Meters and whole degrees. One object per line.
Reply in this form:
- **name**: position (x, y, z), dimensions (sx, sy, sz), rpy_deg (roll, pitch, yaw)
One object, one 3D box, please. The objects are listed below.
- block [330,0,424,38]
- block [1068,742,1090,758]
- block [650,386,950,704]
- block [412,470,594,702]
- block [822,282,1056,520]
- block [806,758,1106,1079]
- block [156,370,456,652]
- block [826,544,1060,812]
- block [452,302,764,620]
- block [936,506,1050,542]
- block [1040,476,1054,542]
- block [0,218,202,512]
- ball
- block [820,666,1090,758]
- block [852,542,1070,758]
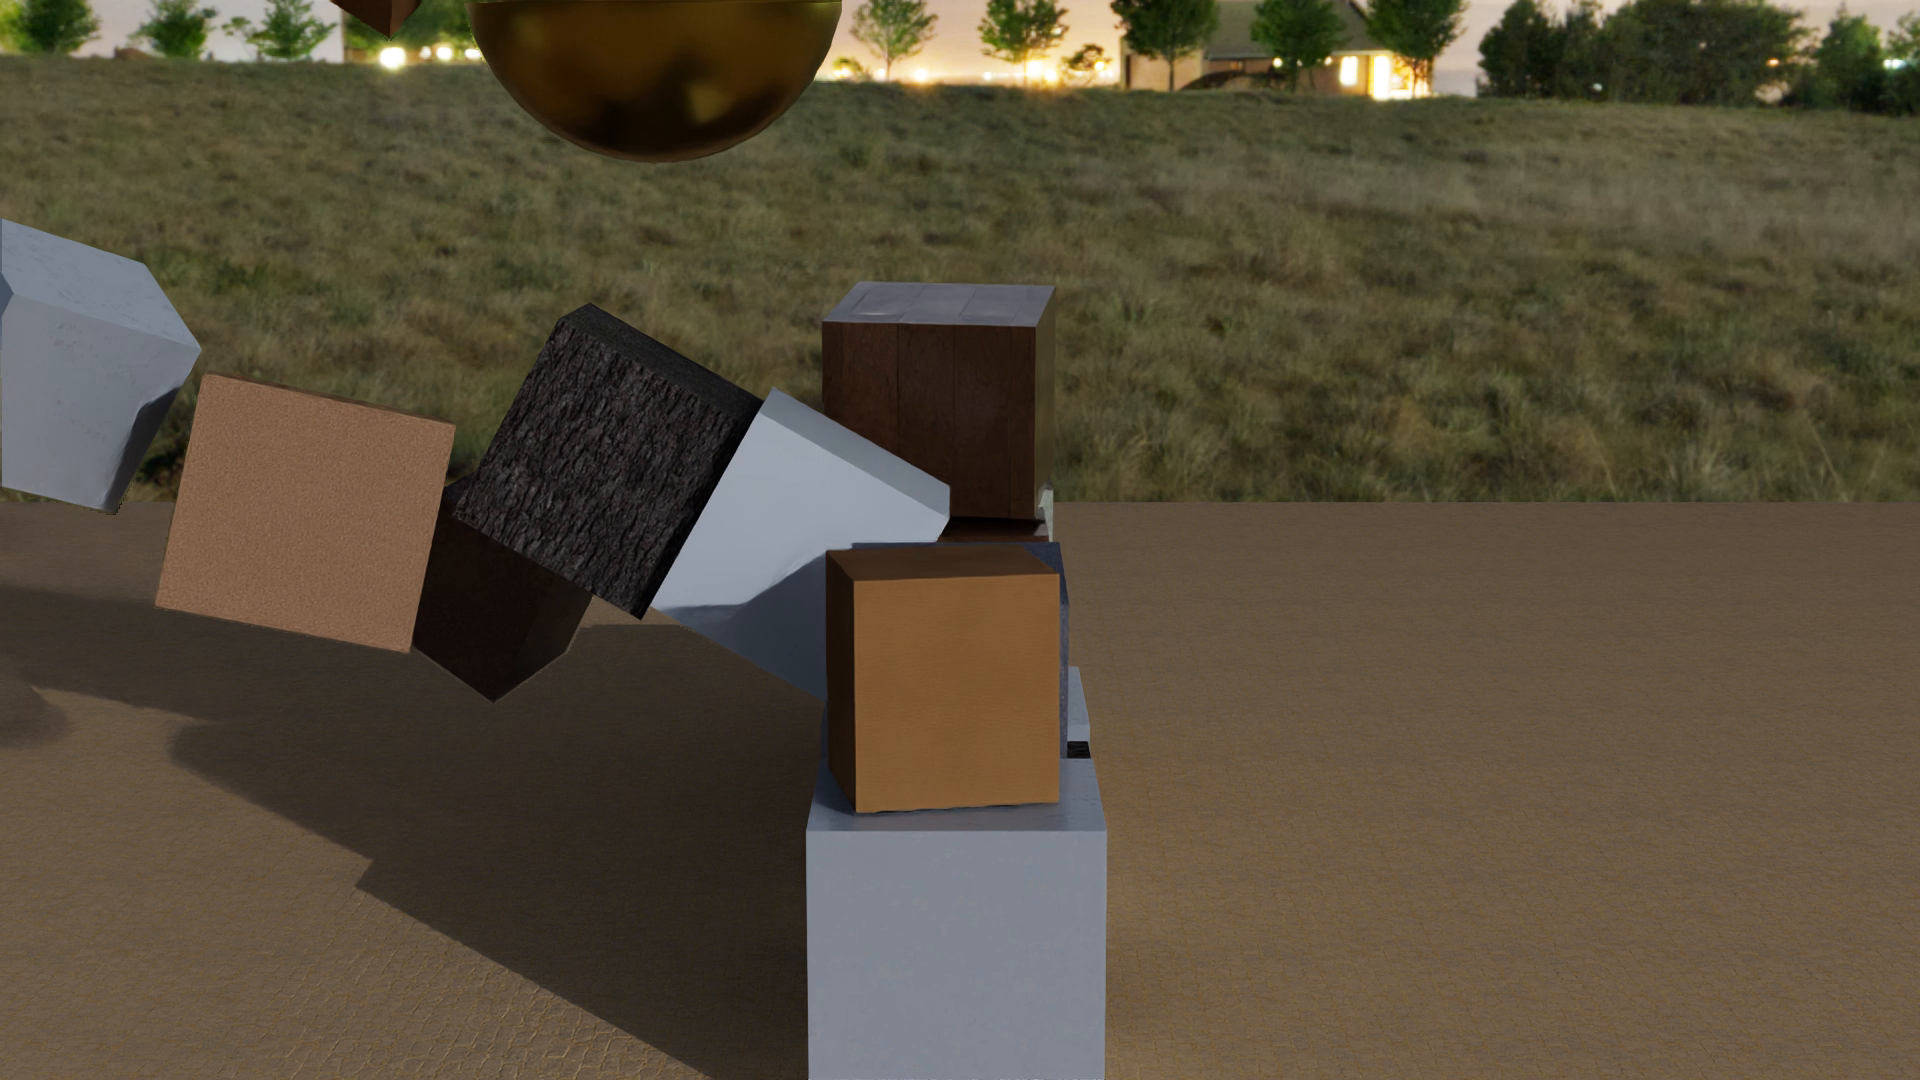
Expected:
- **block**: position (-2.444, -2.648, 10.659), dimensions (0.650, 0.646, 0.628), rpy_deg (32, -29, 1)
- **block**: position (-0.001, 1.314, 9.901), dimensions (1.024, 0.873, 0.895), rpy_deg (0, 10, 0)
- **block**: position (-0.651, 0.016, 10.800), dimensions (0.881, 0.911, 0.849), rpy_deg (29, 9, -5)
- **block**: position (-2.290, 0.174, 12.852), dimensions (0.726, 0.818, 0.722), rpy_deg (34, 27, 8)
- **block**: position (-0.078, -0.670, 11.930), dimensions (0.952, 0.876, 1.034), rpy_deg (2, 16, 7)
- **block**: position (-0.012, 1.391, 8.989), dimensions (0.992, 1.045, 0.912), rpy_deg (0, 10, 0)
- **block**: position (-2.605, -0.129, 10.277), dimensions (0.965, 0.906, 0.823), rpy_deg (12, 2, -14)
- **block**: position (-0.071, 0.464, 8.926), dimensions (0.699, 0.788, 0.653), rpy_deg (-2, 9, -11)
- **block**: position (-1.470, -0.357, 10.918), dimensions (0.882, 0.922, 0.952), rpy_deg (29, 8, -5)
- **block**: position (0.010, 0.272, 11.679), dimensions (0.760, 0.730, 0.781), rpy_deg (0, 10, 0)
- **block**: position (0.014, 0.048, 12.437), dimensions (0.841, 0.712, 0.768), rpy_deg (0, 10, 0)
- **block**: position (-3.715, -0.720, 10.340), dimensions (0.813, 0.807, 0.721), rpy_deg (17, 21, -46)
- **ball**: position (-1.280, -2.384, 10.747), dimensions (1.600, 1.600, 1.600), rpy_deg (0, 10, 0)
- **block**: position (-0.019, 1.108, 10.846), dimensions (1.076, 0.939, 1.016), rpy_deg (0, 10, 0)
- **block**: position (-0.014, 0.457, 9.985), dimensions (0.829, 0.698, 0.791), rpy_deg (0, 17, 0)
